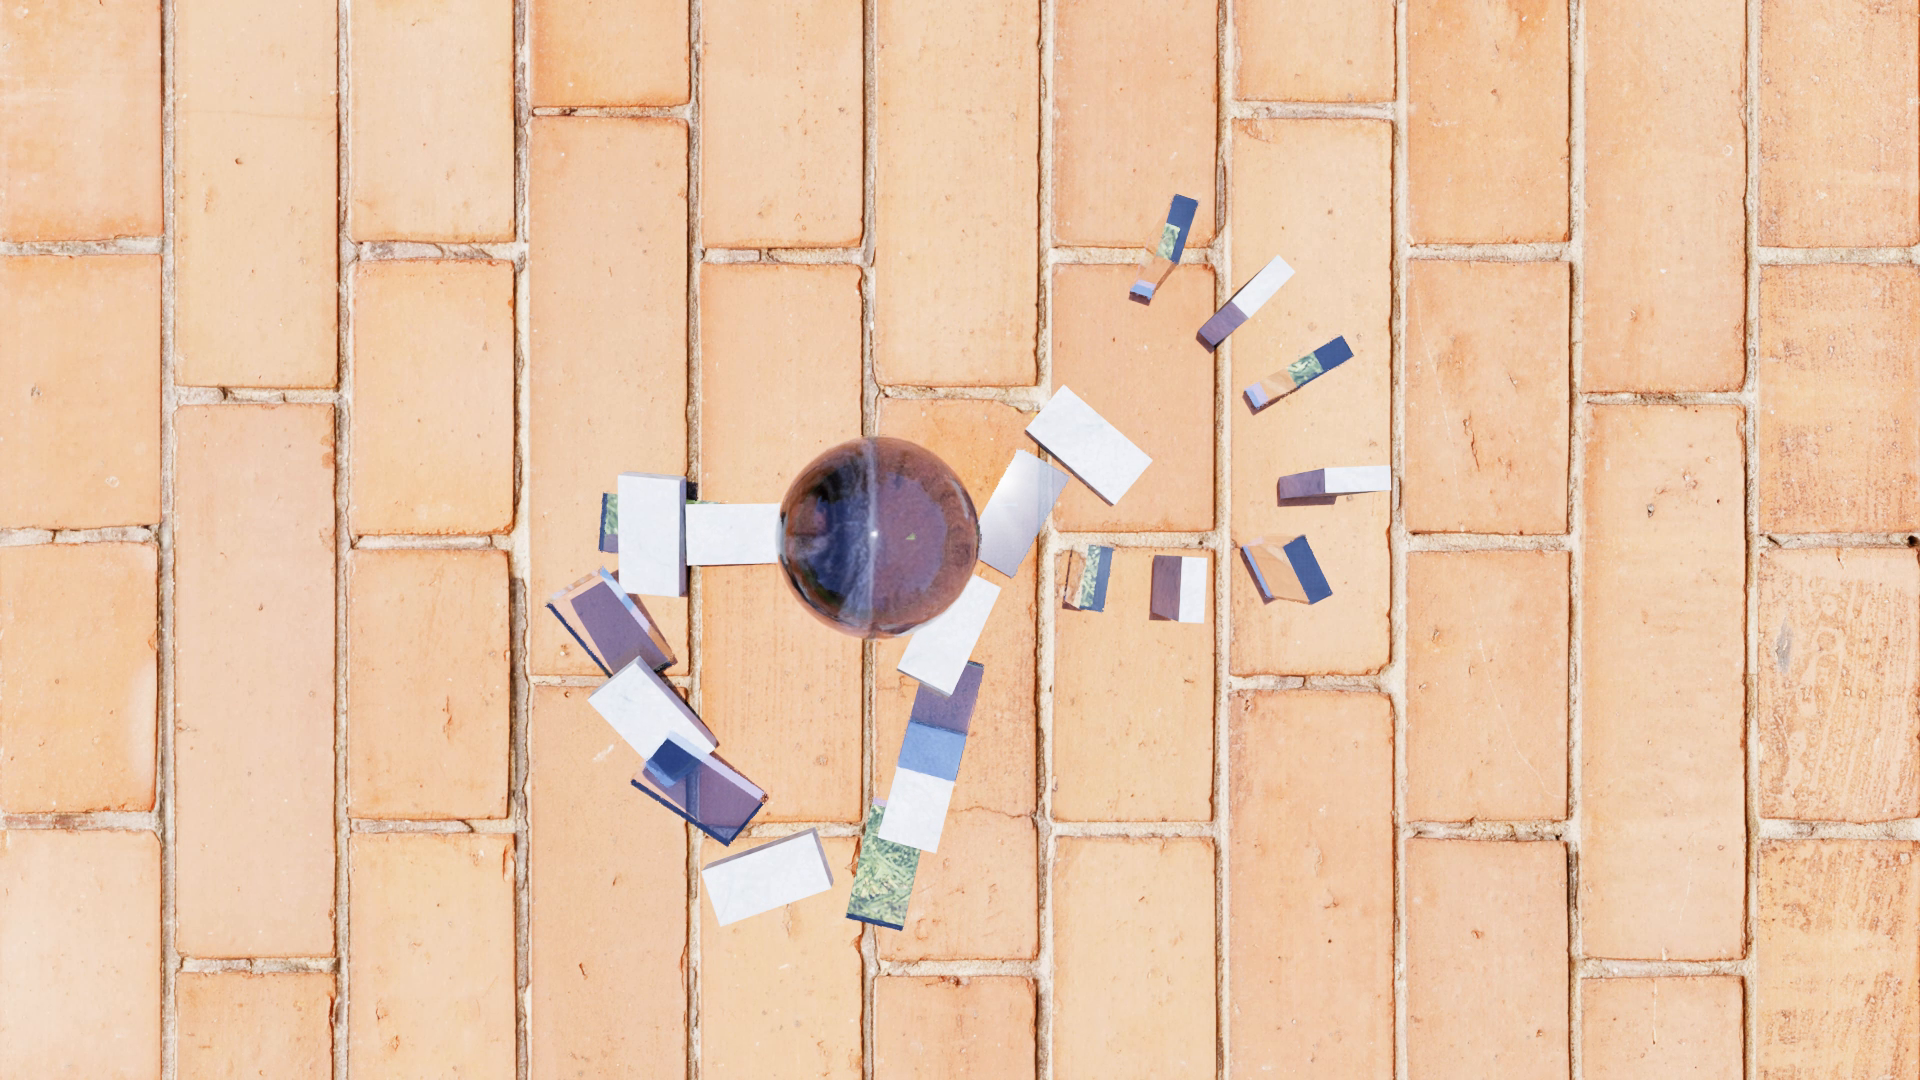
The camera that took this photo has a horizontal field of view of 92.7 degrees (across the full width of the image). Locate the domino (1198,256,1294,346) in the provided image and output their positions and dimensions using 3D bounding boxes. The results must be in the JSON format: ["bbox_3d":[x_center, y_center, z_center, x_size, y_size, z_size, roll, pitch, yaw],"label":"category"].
[{"bbox_3d":[0.116,-0.097,0.375,0.010,0.050,0.025,45,90,0],"label":"domino"}]

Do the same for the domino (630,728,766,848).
[{"bbox_3d":[-0.111,0.105,0.388,0.050,0.010,0.025,40,93,-15],"label":"domino"}]

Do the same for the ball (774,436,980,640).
[{"bbox_3d":[-0.032,-0.001,0.360,0.080,0.080,0.080,0,90,0],"label":"ball"}]

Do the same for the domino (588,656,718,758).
[{"bbox_3d":[-0.130,0.077,0.389,0.025,0.010,0.050,-38,105,0],"label":"domino"}]

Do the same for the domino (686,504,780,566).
[{"bbox_3d":[-0.090,-0.003,0.389,0.050,0.010,0.025,-1,91,-14],"label":"domino"}]

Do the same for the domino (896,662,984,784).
[{"bbox_3d":[-0.008,0.075,0.388,0.025,0.010,0.050,15,71,0],"label":"domino"}]

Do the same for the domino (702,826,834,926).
[{"bbox_3d":[-0.083,0.145,0.395,0.050,0.009,0.025,-19,90,0],"label":"domino"}]

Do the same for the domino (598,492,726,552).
[{"bbox_3d":[-0.128,-0.006,0.395,0.050,0.009,0.025,5,90,0],"label":"domino"}]

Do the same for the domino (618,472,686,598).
[{"bbox_3d":[-0.129,-0.002,0.383,0.025,0.009,0.050,5,105,0],"label":"domino"}]

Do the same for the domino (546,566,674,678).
[{"bbox_3d":[-0.146,0.038,0.385,0.025,0.010,0.050,-30,115,0],"label":"domino"}]

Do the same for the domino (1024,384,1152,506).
[{"bbox_3d":[0.055,-0.041,0.395,0.050,0.010,0.025,40,90,0],"label":"domino"}]

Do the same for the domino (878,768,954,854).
[{"bbox_3d":[-0.016,0.104,0.389,0.025,0.010,0.050,15,75,0],"label":"domino"}]

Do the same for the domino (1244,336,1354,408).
[{"bbox_3d":[0.138,-0.068,0.375,0.025,0.050,0.009,-30,90,0],"label":"domino"}]

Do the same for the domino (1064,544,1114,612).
[{"bbox_3d":[0.052,0.015,0.375,0.009,0.050,0.025,9,90,0],"label":"domino"}]

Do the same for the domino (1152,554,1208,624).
[{"bbox_3d":[0.089,0.019,0.375,0.009,0.050,0.025,3,90,0],"label":"domino"}]

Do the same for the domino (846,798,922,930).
[{"bbox_3d":[-0.031,0.140,0.395,0.025,0.010,0.050,13,90,0],"label":"domino"}]

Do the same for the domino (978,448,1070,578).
[{"bbox_3d":[0.024,-0.012,0.395,0.025,0.010,0.050,30,90,0],"label":"domino"}]

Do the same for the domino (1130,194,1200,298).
[{"bbox_3d":[0.083,-0.119,0.375,0.010,0.050,0.025,18,90,0],"label":"domino"}]

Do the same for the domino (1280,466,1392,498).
[{"bbox_3d":[0.152,-0.023,0.375,0.025,0.050,0.009,-2,90,0],"label":"domino"}]

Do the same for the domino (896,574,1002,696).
[{"bbox_3d":[-0.005,0.038,0.388,0.025,0.009,0.050,26,73,0],"label":"domino"}]

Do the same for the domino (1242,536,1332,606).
[{"bbox_3d":[0.133,0.012,0.375,0.009,0.050,0.025,-26,90,0],"label":"domino"}]
